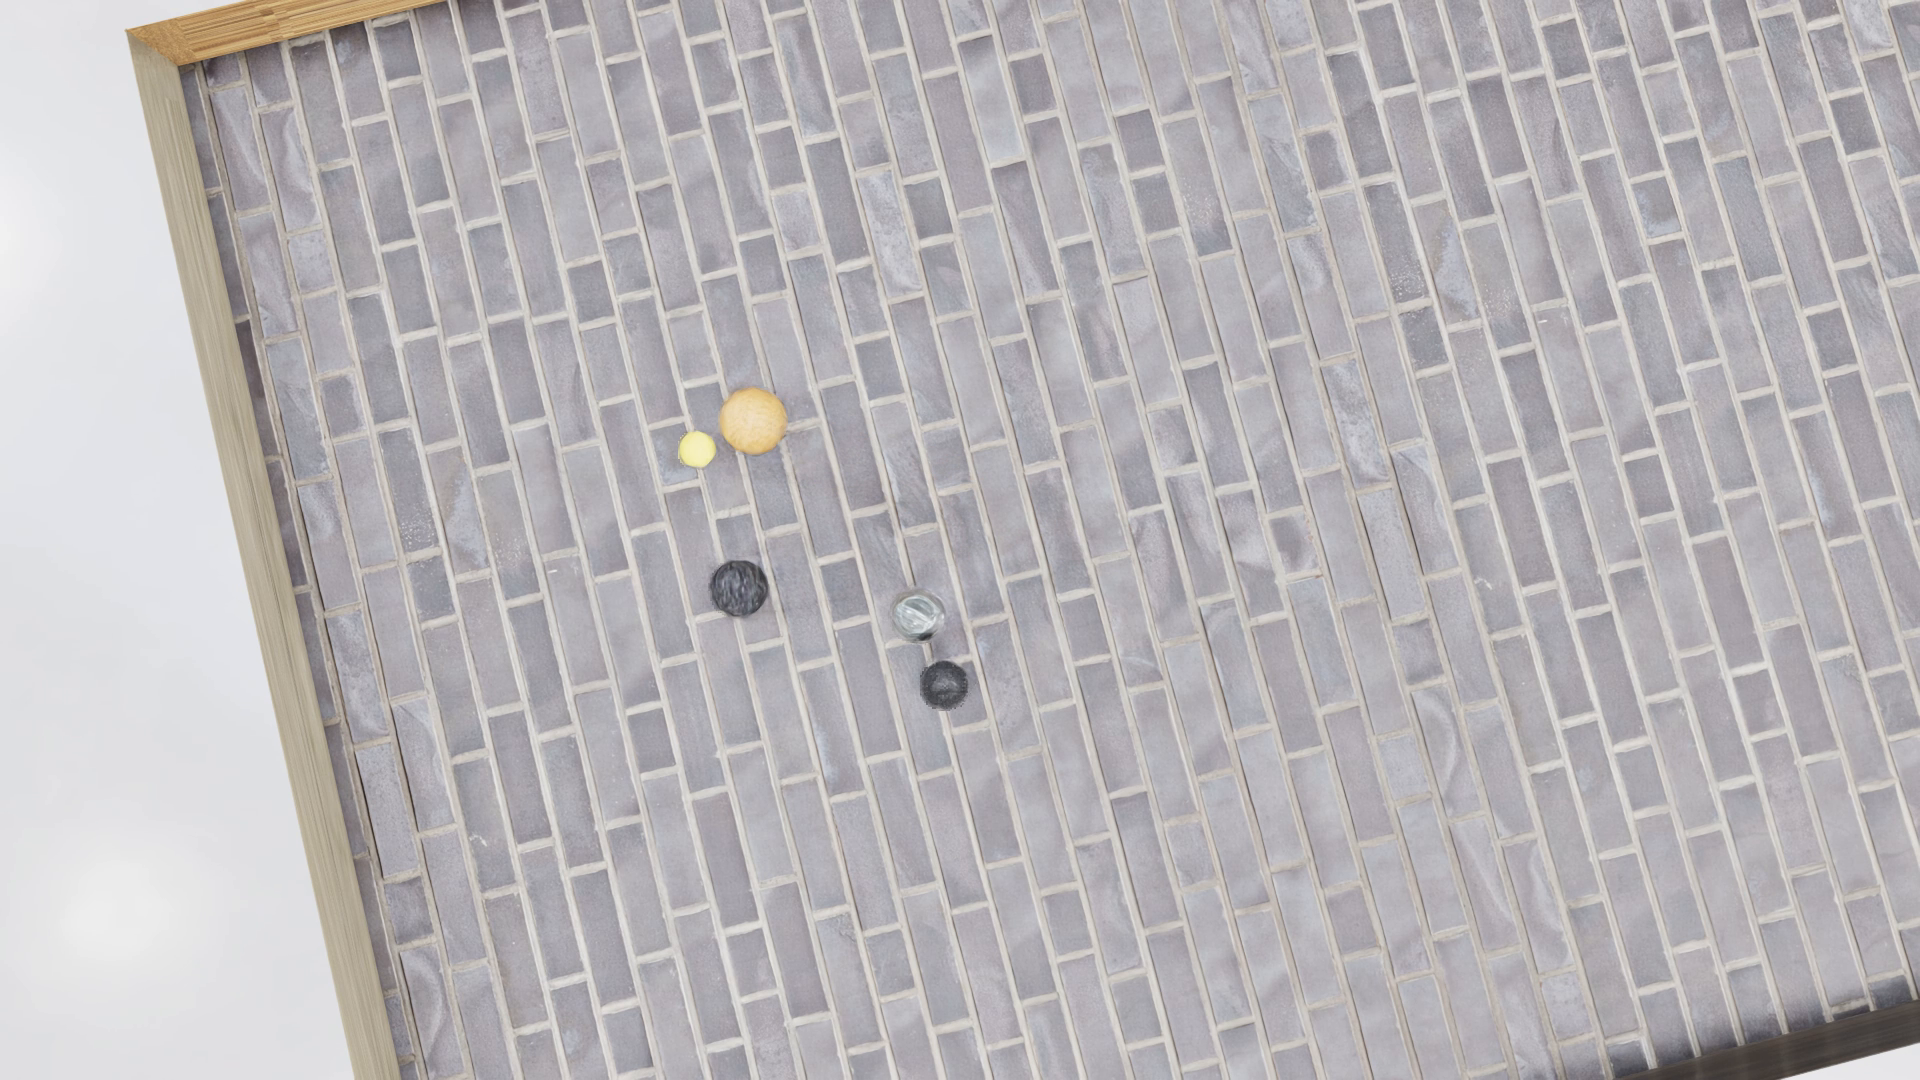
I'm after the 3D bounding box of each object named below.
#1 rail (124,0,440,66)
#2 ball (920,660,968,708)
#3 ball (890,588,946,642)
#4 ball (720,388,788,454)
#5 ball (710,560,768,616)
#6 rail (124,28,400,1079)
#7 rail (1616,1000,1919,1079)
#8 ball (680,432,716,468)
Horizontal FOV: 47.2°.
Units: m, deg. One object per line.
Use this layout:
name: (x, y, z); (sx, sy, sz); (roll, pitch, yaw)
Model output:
rail: (0.731, -1.220, 3.365); (4.043, 0.130, 0.045); (-14, 84, -2)
ball: (-0.022, 0.212, 3.231); (0.071, 0.071, 0.071); (0, 83, 0)
ball: (-0.062, 0.110, 3.237); (0.081, 0.081, 0.081); (0, 83, 0)
ball: (-0.306, -0.177, 3.261); (0.100, 0.100, 0.100); (0, 83, 0)
ball: (-0.325, 0.071, 3.240); (0.084, 0.084, 0.084); (0, 83, 0)
rail: (-0.956, 0.239, 3.197); (0.045, 0.130, 2.060); (-14, 84, -2)
rail: (1.228, 0.717, 3.141); (4.043, 0.130, 0.045); (-14, 84, -2)
ball: (-0.391, -0.135, 3.279); (0.054, 0.054, 0.054); (0, 83, 0)
